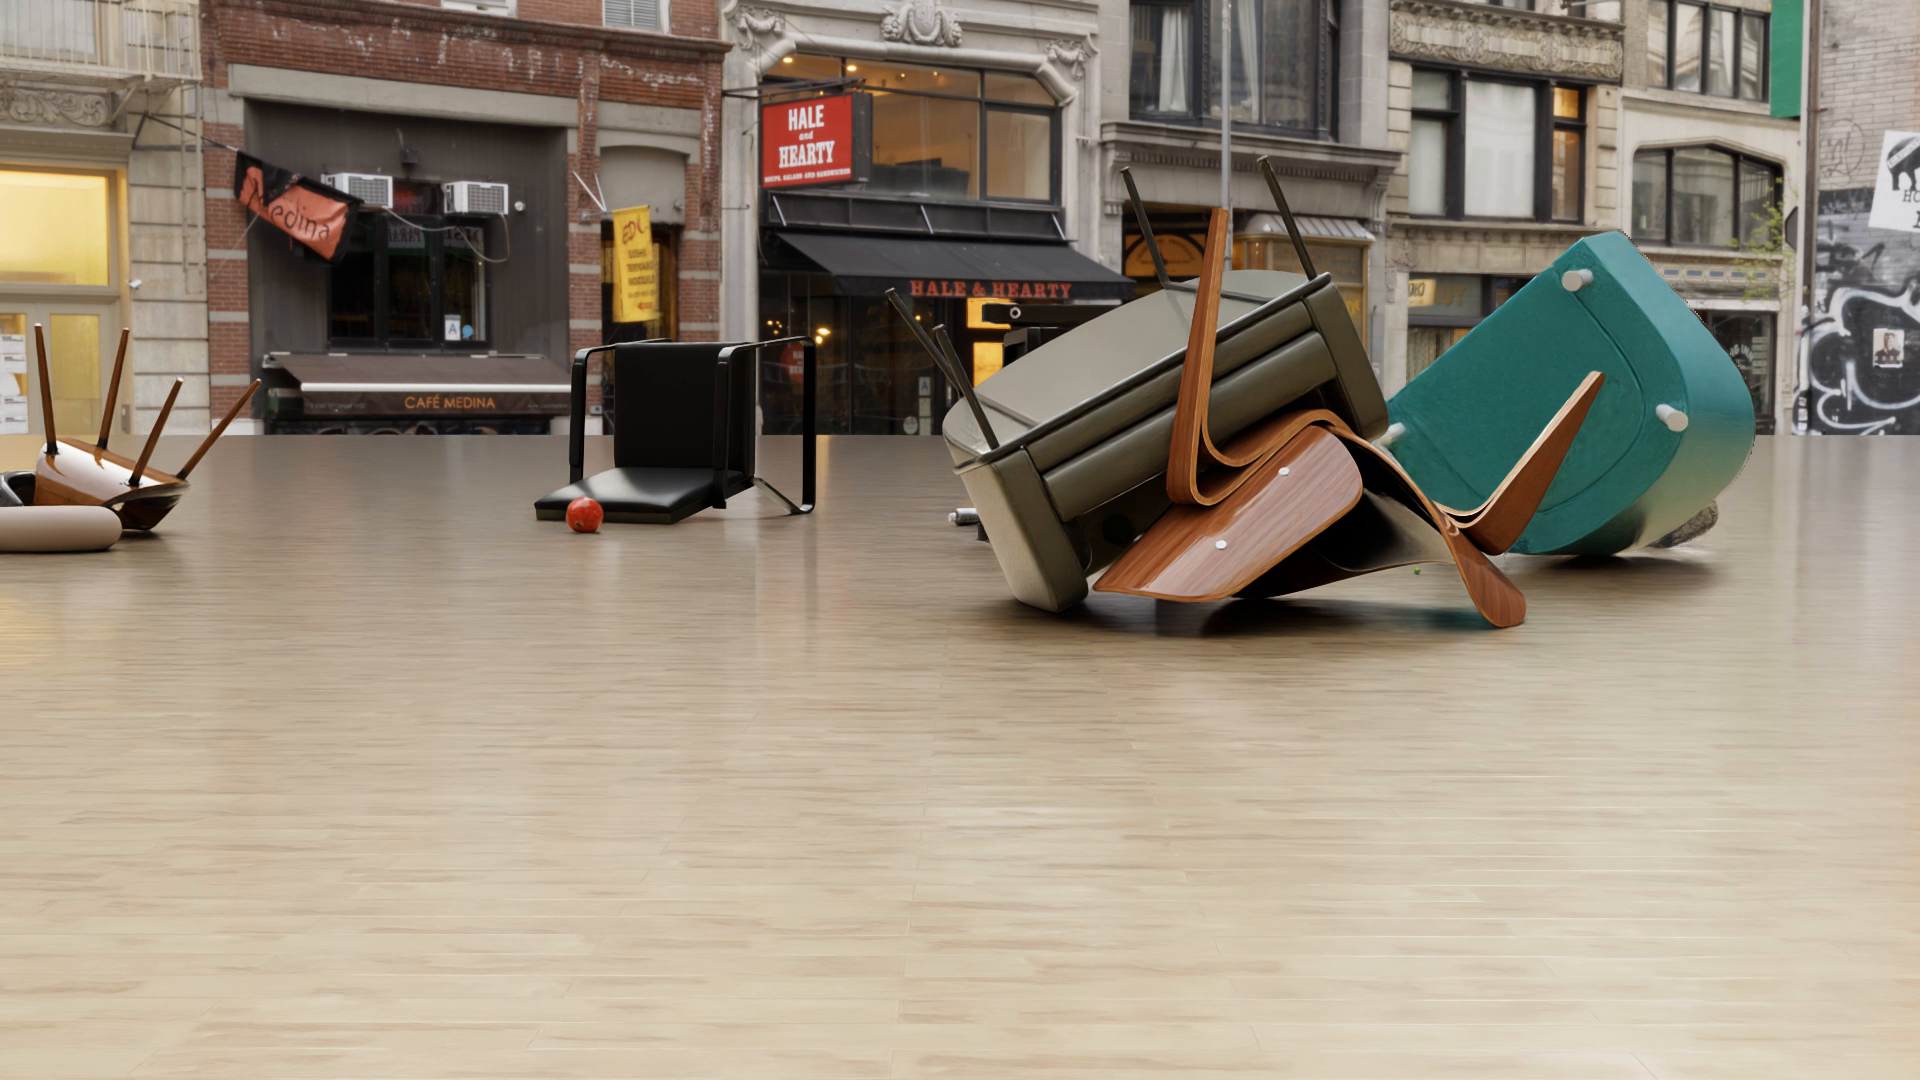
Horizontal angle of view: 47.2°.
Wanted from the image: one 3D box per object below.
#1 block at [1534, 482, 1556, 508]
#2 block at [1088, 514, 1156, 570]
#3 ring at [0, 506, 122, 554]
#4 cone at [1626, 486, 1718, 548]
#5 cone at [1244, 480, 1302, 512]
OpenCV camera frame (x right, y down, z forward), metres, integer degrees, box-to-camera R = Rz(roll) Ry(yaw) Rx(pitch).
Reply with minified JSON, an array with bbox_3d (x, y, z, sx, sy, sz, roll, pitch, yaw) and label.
[{"bbox_3d":[2.221,-0.170,8.343,0.069,0.094,0.111,1,4,20],"label":"block"},{"bbox_3d":[0.409,0.003,5.554,0.167,0.130,0.159,0,4,4],"label":"block"},{"bbox_3d":[-2.542,-0.031,6.122,0.419,0.122,0.314,0,3,11],"label":"ring"},{"bbox_3d":[2.017,-0.024,6.261,0.262,0.197,0.172,-11,29,31],"label":"cone"},{"bbox_3d":[1.124,-0.138,8.131,0.176,0.119,0.224,0,-12,-38],"label":"cone"}]
